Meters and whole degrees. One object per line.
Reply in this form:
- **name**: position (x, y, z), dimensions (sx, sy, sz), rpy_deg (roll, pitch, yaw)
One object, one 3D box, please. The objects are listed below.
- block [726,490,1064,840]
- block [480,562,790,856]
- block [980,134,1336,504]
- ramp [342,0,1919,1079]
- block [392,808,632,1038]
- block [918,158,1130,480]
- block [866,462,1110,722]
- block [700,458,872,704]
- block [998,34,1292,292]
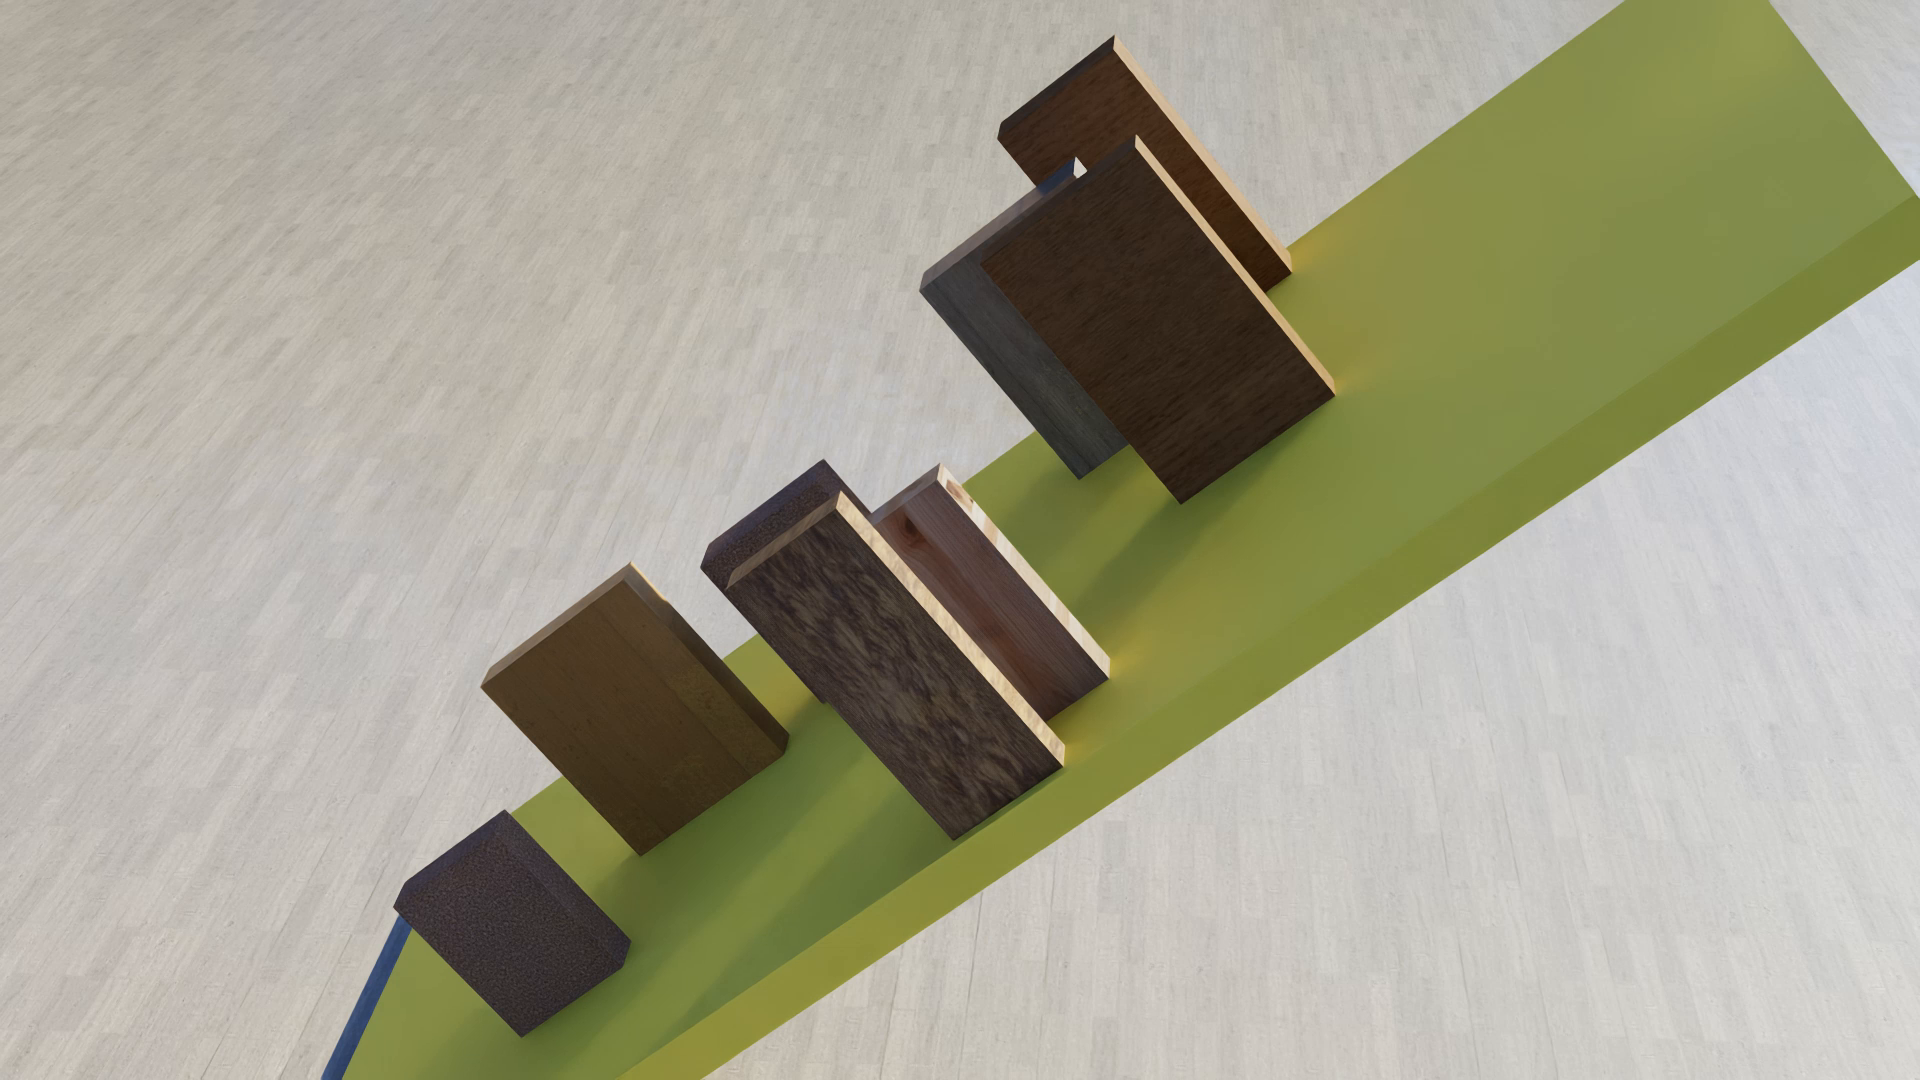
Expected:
- **block**: position (-0.113, 0.235, 5.365), dimensions (0.260, 0.646, 0.082), rpy_deg (-36, 16, 18)
- **block**: position (-0.727, 0.384, 6.601), dimensions (0.435, 0.541, 0.097), rpy_deg (-36, 16, 18)
- **block**: position (0.403, -0.440, 5.958), dimensions (0.394, 0.658, 0.093), rpy_deg (-36, 16, 18)
- **ramp**: position (0.121, 0.185, 6.340), dimensions (4.000, 0.100, 2.000), rpy_deg (-36, 16, 18)
- **block**: position (-0.944, 0.812, 6.214), dimensions (0.294, 0.401, 0.106), rpy_deg (-36, 16, 18)
- **block**: position (0.263, -0.492, 6.588), dimensions (0.438, 0.572, 0.132), rpy_deg (-36, 16, 18)
- **block**: position (-0.045, 0.179, 5.602), dimensions (0.435, 0.514, 0.085), rpy_deg (-36, 16, 18)
- **block**: position (-0.308, 0.095, 6.612), dimensions (0.344, 0.426, 0.134), rpy_deg (-36, 16, 18)
- **block**: position (0.432, -0.795, 6.829), dimensions (0.338, 0.670, 0.139), rpy_deg (-36, 16, 18)
